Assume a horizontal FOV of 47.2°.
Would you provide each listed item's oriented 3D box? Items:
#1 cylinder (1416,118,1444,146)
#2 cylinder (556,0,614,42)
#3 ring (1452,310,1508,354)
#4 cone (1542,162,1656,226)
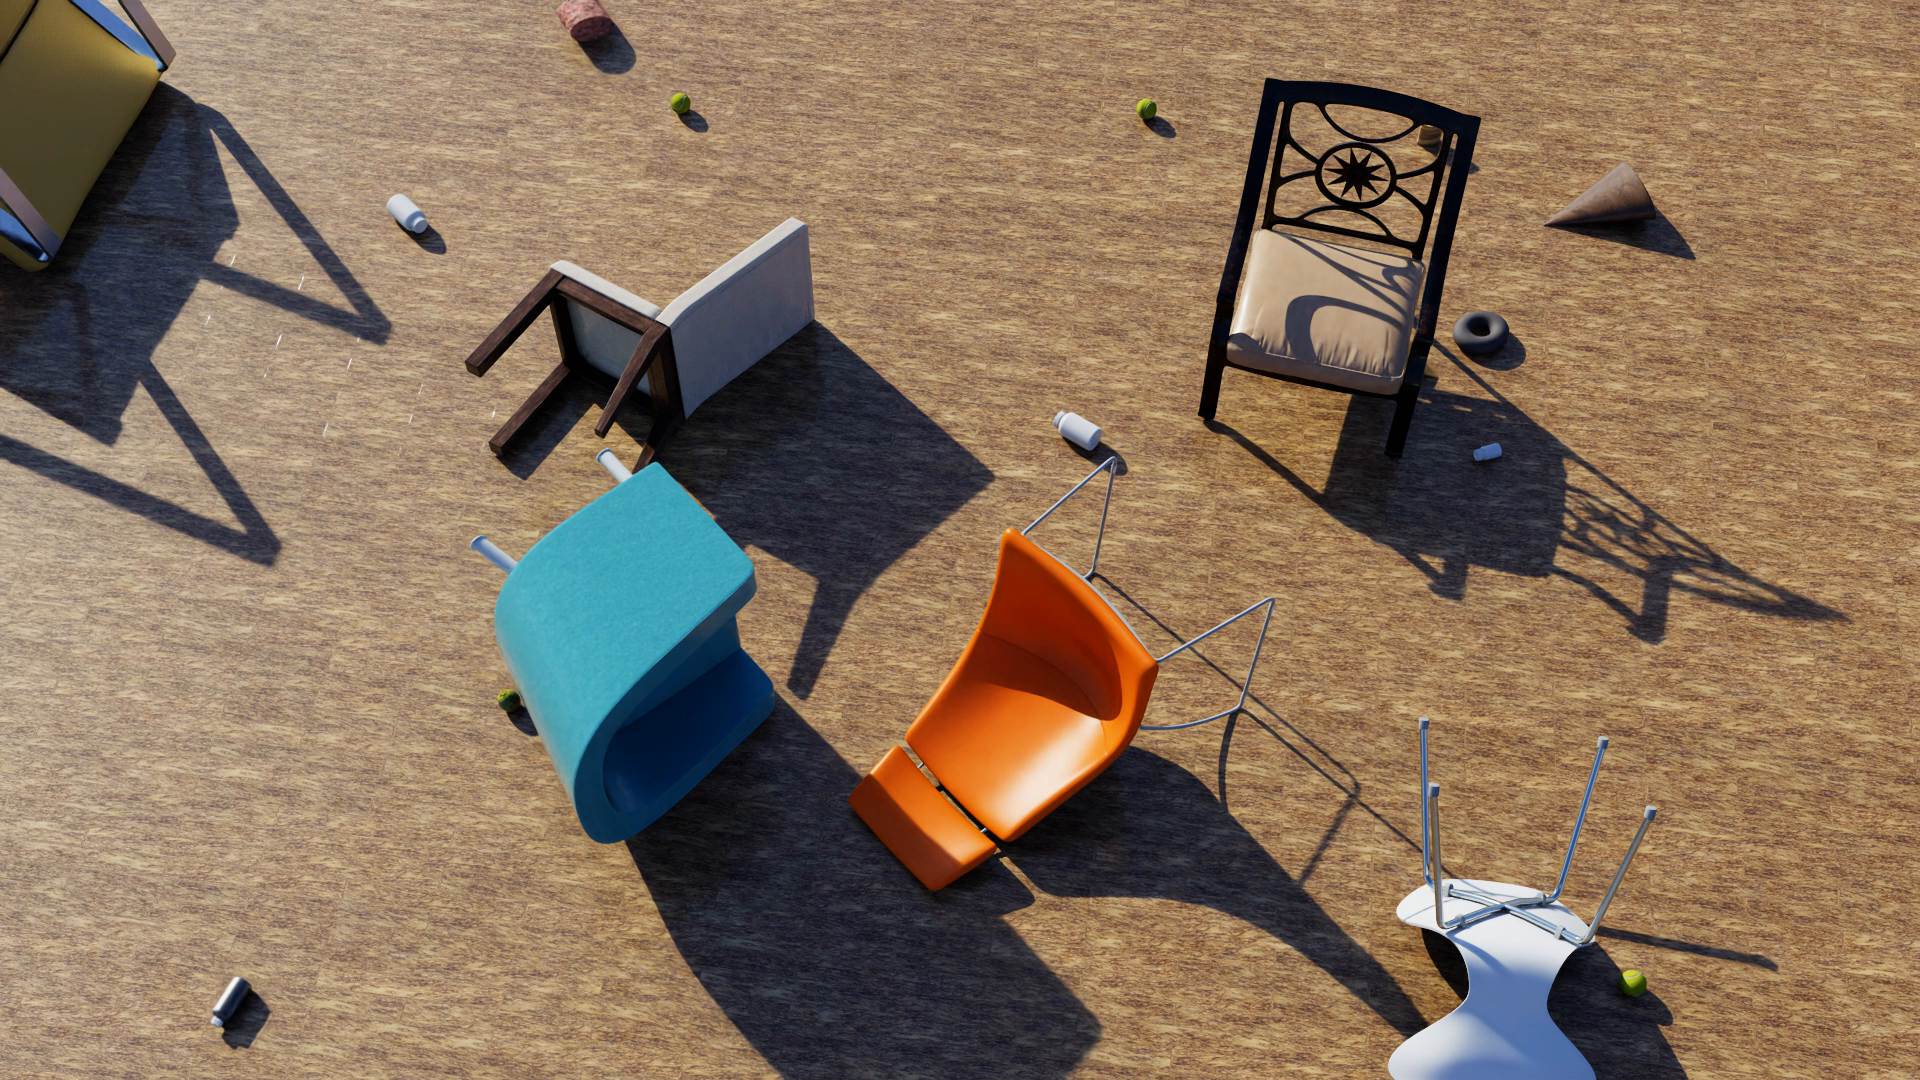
[{"bbox_3d":[1.593,-1.382,7.444,0.081,0.095,0.044,-7,56,-5],"label":"cylinder"},{"bbox_3d":[-1.320,-1.834,7.738,0.167,0.104,0.117,-16,56,-30],"label":"cylinder"},{"bbox_3d":[1.654,-0.660,6.984,0.184,0.055,0.155,-19,57,-11],"label":"ring"},{"bbox_3d":[2.083,-1.098,7.271,0.337,0.132,0.260,-20,54,0],"label":"cone"}]
